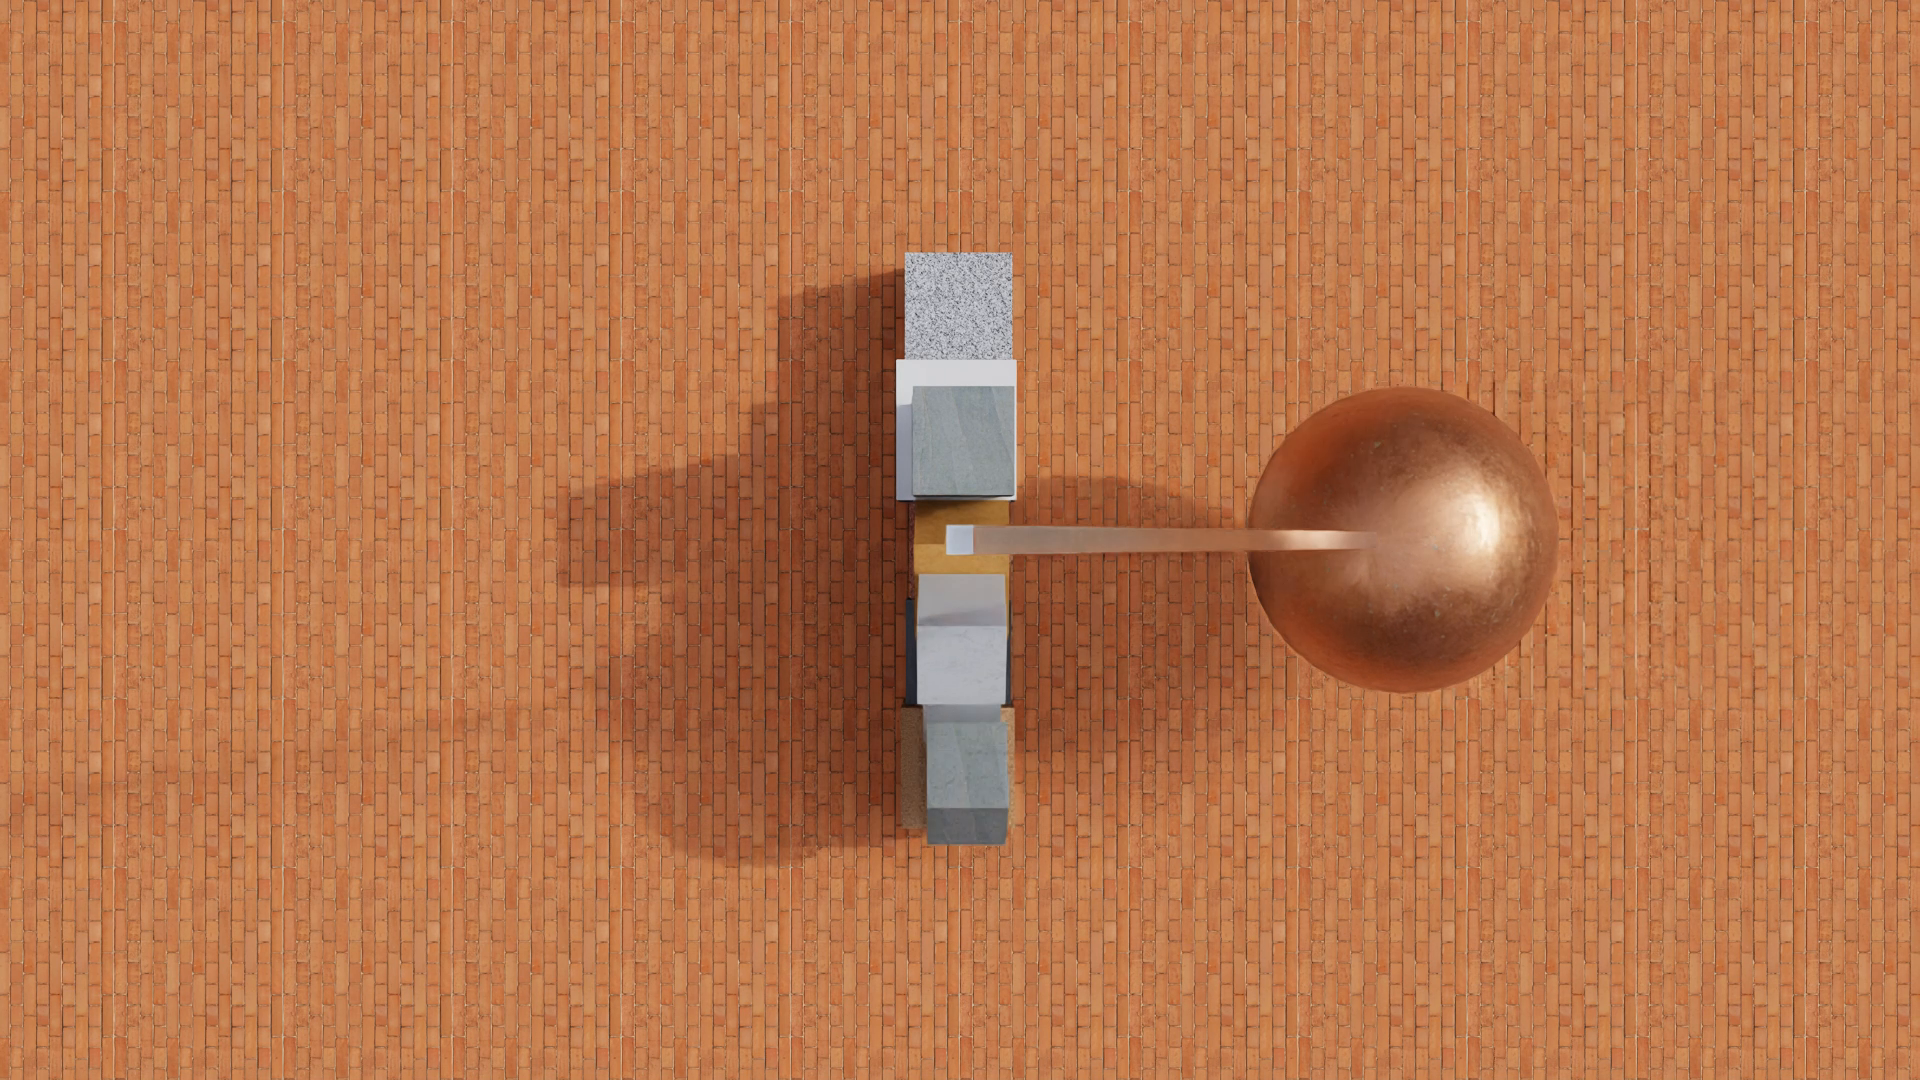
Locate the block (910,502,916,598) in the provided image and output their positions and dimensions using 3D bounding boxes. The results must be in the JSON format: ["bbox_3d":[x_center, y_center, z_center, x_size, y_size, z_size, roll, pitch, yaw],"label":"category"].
[{"bbox_3d":[-0.019,0.058,12.720,0.528,0.561,0.539,0,90,0],"label":"block"}]

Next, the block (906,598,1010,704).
[{"bbox_3d":[-0.010,0.633,12.712,0.592,0.576,0.591,0,90,0],"label":"block"}]

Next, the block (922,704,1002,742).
[{"bbox_3d":[0.012,0.813,12.123,0.428,0.438,0.414,0,48,0],"label":"block"}]

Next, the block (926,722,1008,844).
[{"bbox_3d":[0.036,1.328,11.958,0.432,0.505,0.497,0,59,-1],"label":"block"}]

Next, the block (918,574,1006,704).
[{"bbox_3d":[0.009,0.522,11.667,0.462,0.530,0.488,0,120,0],"label":"block"}]

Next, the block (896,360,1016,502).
[{"bbox_3d":[-0.019,-0.613,12.620,0.667,0.760,0.782,0,90,0],"label":"block"}]

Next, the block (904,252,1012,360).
[{"bbox_3d":[-0.007,-1.314,12.674,0.604,0.652,0.600,0,90,0],"label":"block"}]

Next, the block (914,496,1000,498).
[{"bbox_3d":[-0.020,-0.503,11.965,0.474,0.550,0.527,0,90,0],"label":"block"}]

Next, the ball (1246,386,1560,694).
[{"bbox_3d":[2.295,0.000,11.449,1.600,1.600,1.600,0,90,0],"label":"ball"}]

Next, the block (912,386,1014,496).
[{"bbox_3d":[0.018,-0.508,11.452,0.518,0.475,0.556,0,90,0],"label":"block"}]

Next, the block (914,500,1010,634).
[{"bbox_3d":[0.010,0.144,12.077,0.514,0.534,0.544,0,117,0],"label":"block"}]

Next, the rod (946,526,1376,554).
[{"bbox_3d":[0.994,0.000,8.307,0.080,5.200,0.080,0,90,22],"label":"rod"}]

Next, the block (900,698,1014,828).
[{"bbox_3d":[-0.013,1.276,12.652,0.637,0.694,0.675,0,90,0],"label":"block"}]
